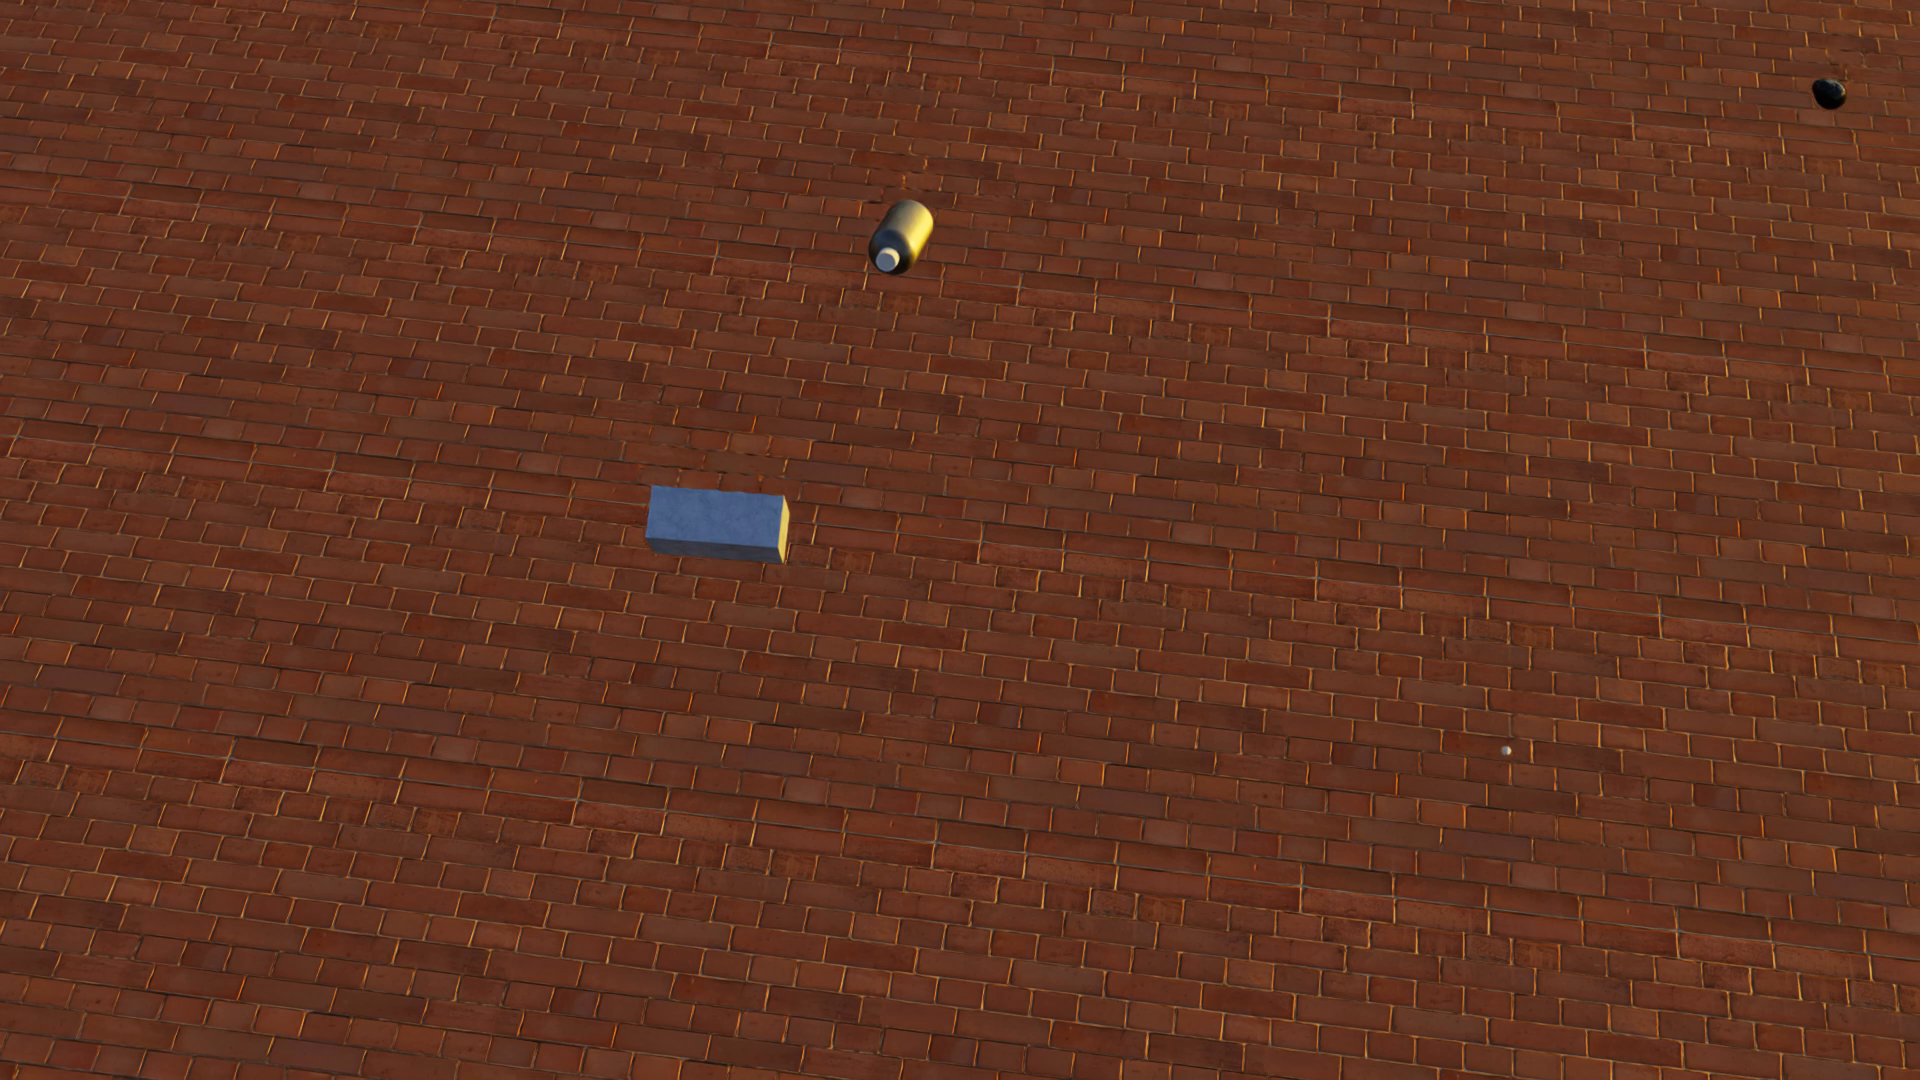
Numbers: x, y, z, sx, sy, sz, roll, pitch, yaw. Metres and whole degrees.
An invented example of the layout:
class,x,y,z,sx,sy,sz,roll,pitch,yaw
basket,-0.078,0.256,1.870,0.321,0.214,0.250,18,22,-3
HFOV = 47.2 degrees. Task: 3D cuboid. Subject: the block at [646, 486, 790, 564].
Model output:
class,x,y,z,sx,sy,sz,roll,pitch,yaw
block,-0.437,-0.028,3.976,0.238,0.103,0.098,5,74,2
